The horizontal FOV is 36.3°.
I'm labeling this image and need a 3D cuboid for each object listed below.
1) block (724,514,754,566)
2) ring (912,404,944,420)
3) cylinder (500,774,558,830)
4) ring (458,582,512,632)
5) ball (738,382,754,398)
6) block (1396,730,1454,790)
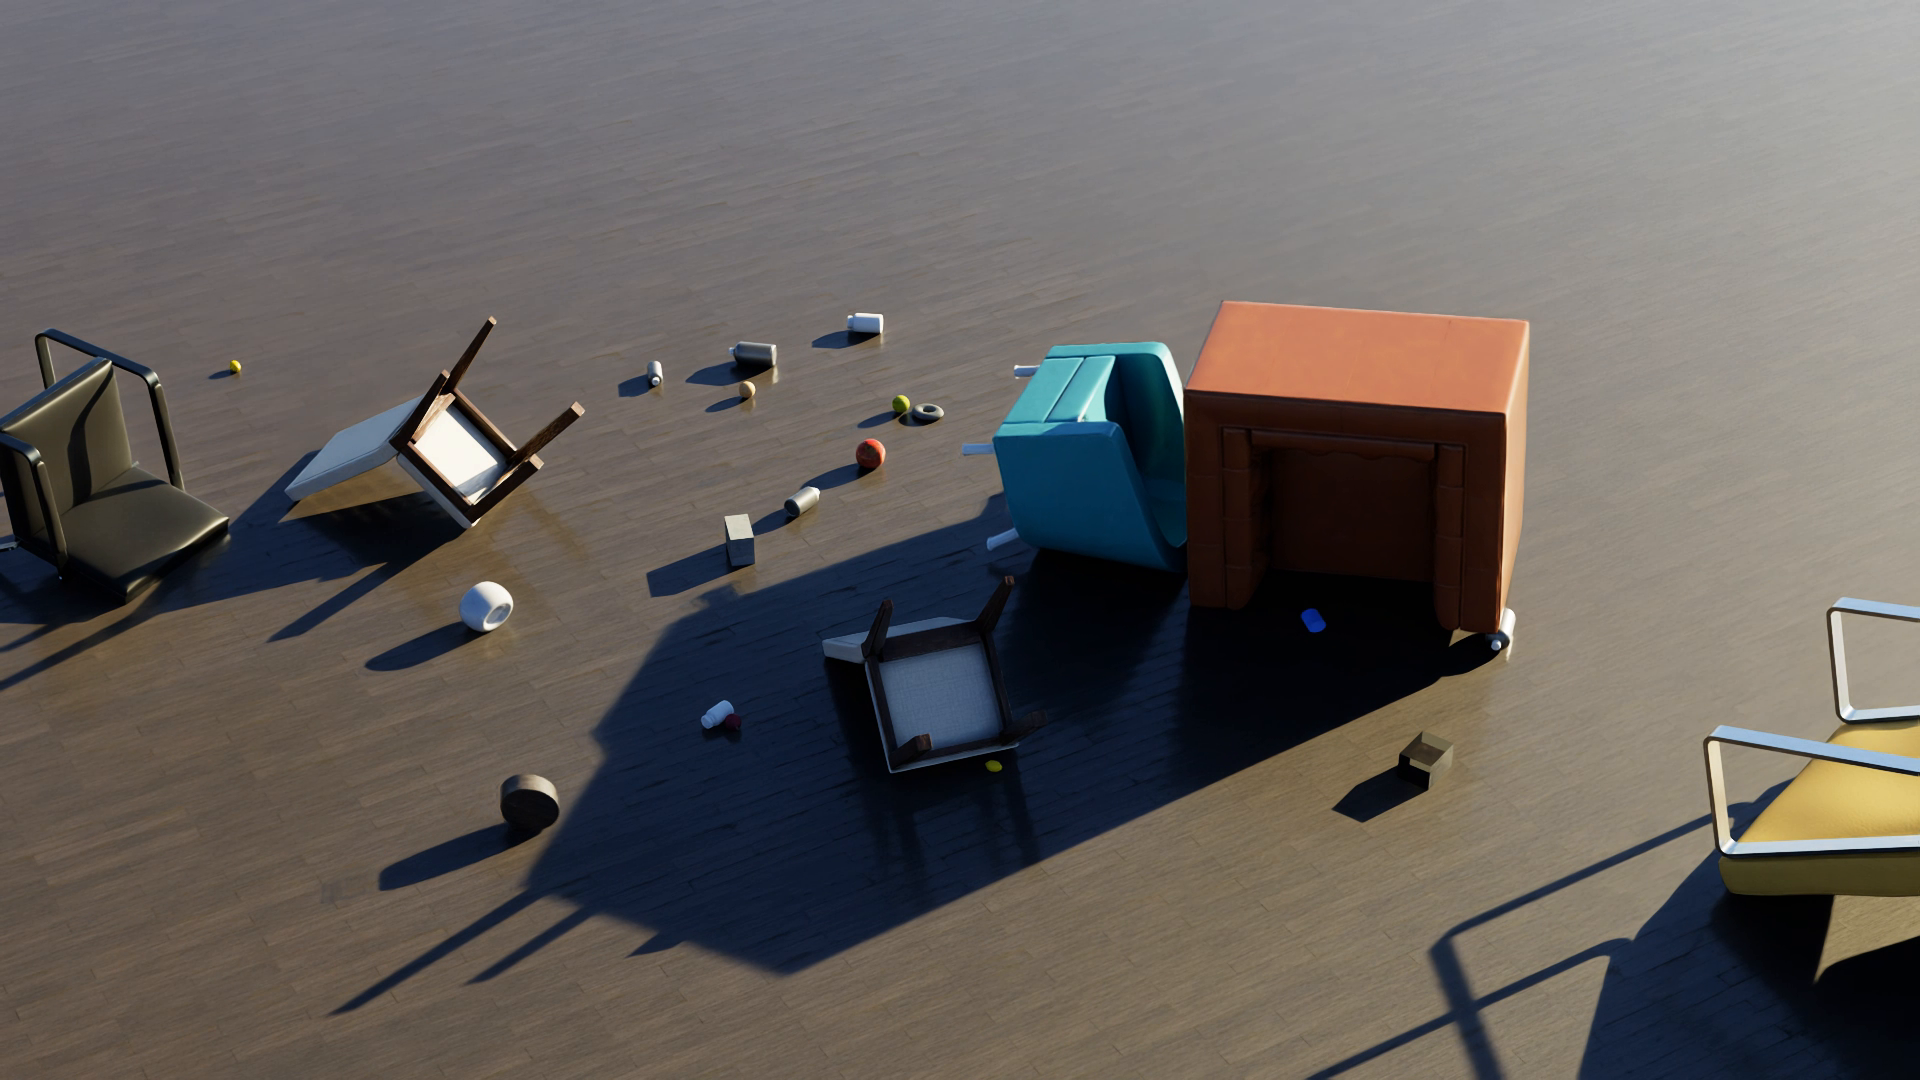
[{"bbox_3d":[-0.814,0.000,10.839,0.086,0.116,0.161,-7,34,-10],"label":"block"},{"bbox_3d":[-0.129,-0.510,11.693,0.130,0.029,0.102,13,35,18],"label":"ring"},{"bbox_3d":[-1.396,0.849,9.500,0.194,0.161,0.081,25,25,-25],"label":"cylinder"},{"bbox_3d":[-1.690,0.238,10.449,0.128,0.155,0.190,37,59,26],"label":"ring"},{"bbox_3d":[-0.858,-0.605,11.802,0.066,0.066,0.066,0,33,0],"label":"ball"},{"bbox_3d":[1.547,0.732,9.744,0.118,0.098,0.157,22,39,30],"label":"block"}]
